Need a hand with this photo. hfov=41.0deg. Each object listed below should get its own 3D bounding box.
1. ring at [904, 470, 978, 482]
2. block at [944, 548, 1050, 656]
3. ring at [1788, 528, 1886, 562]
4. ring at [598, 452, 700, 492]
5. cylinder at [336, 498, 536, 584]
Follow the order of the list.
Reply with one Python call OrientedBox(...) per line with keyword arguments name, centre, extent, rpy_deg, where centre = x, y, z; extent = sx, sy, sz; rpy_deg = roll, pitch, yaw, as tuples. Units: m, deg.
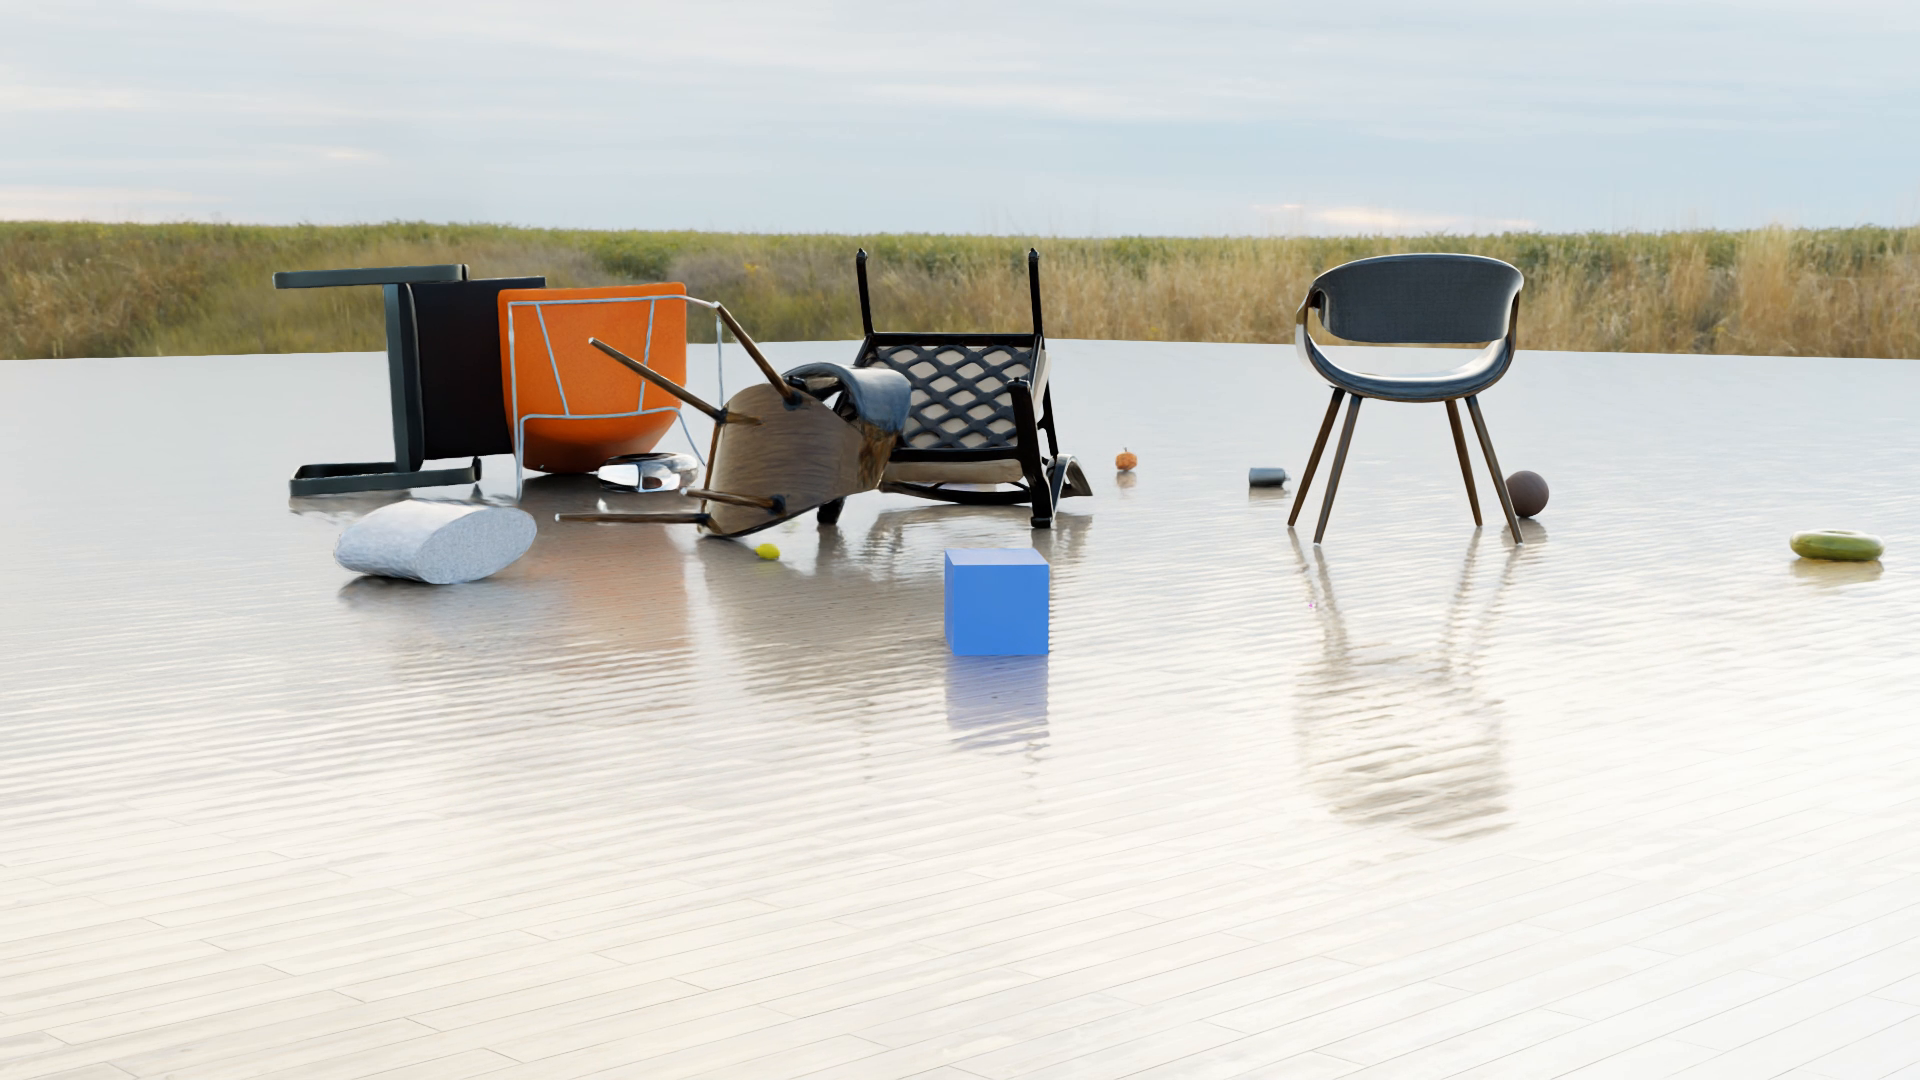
OrientedBox(name="ring", centre=(-0.063, -0.205, 8.217), extent=(0.242, 0.039, 0.086), rpy_deg=(0, 5, 3))
OrientedBox(name="block", centre=(0.063, 0.108, 4.593), extent=(0.166, 0.158, 0.265), rpy_deg=(0, 6, -4))
OrientedBox(name="ring", centre=(2.051, 0.011, 5.999), extent=(0.216, 0.062, 0.261), rpy_deg=(5, 5, 26))
OrientedBox(name="ring", centre=(-0.963, -0.210, 7.960), extent=(0.220, 0.104, 0.408), rpy_deg=(6, 9, 33))
OrientedBox(name="cylinder", centre=(-1.150, 0.001, 5.637), extent=(0.296, 0.146, 0.329), rpy_deg=(6, 20, 43))
